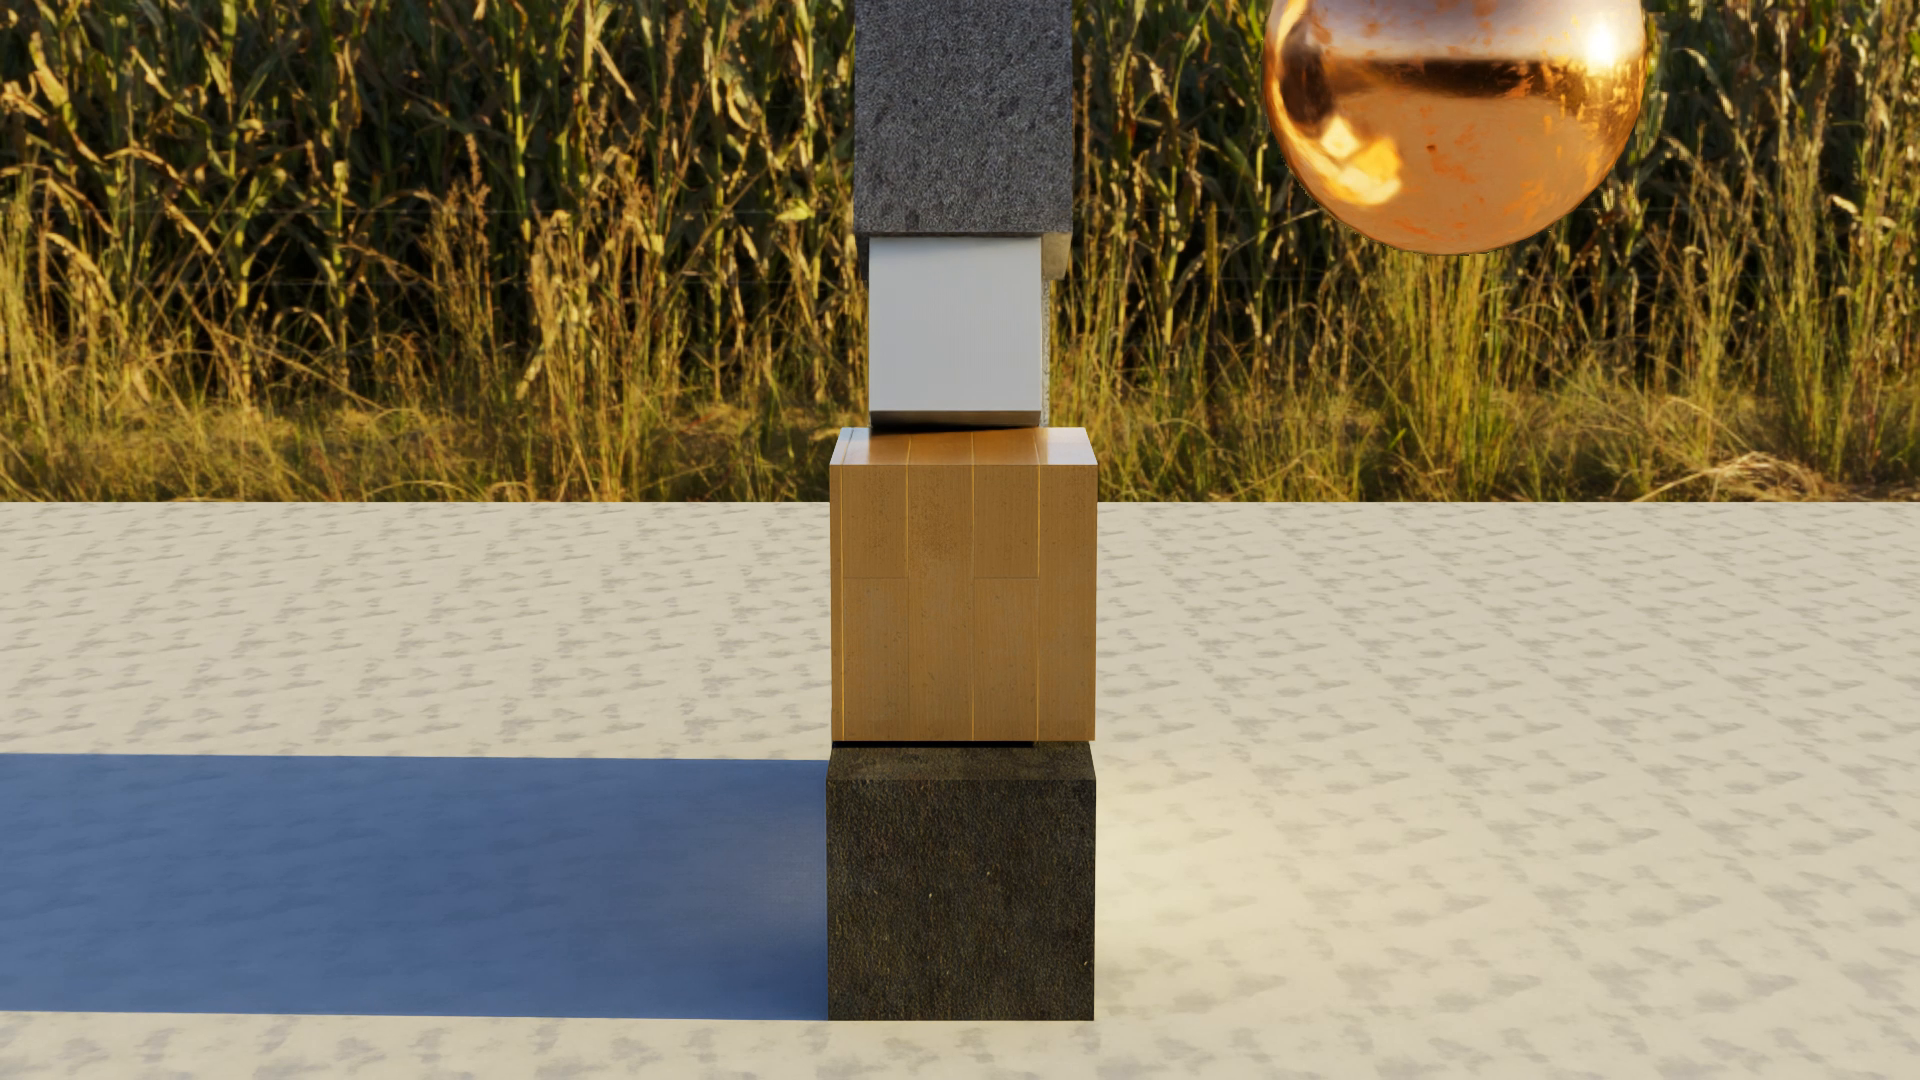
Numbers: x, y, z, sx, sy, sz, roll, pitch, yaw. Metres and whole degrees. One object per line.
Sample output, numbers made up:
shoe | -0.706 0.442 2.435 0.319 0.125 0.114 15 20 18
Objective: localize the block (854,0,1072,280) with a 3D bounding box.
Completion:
block | 0.013 -1.671 10.816 0.882 0.977 0.872 0 -7 0

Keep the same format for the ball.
ball | 2.074 -2.006 10.816 1.600 1.600 1.600 0 10 0

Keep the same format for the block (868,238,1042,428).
block | -0.019 -0.830 10.719 0.694 0.714 0.713 0 -7 0

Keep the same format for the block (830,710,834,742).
block | -0.019 1.080 10.927 1.006 0.966 0.952 0 10 0

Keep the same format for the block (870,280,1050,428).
block | -0.002 -0.791 11.665 0.788 0.767 0.819 0 -2 0

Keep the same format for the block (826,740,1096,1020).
block | 0.004 1.263 10.001 0.999 0.936 0.917 0 10 0

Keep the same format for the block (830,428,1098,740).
block | 0.014 0.153 10.313 1.016 1.078 1.032 0 10 0

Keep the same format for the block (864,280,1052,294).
block | -0.008 -1.596 11.775 0.856 0.844 0.832 0 -2 0
